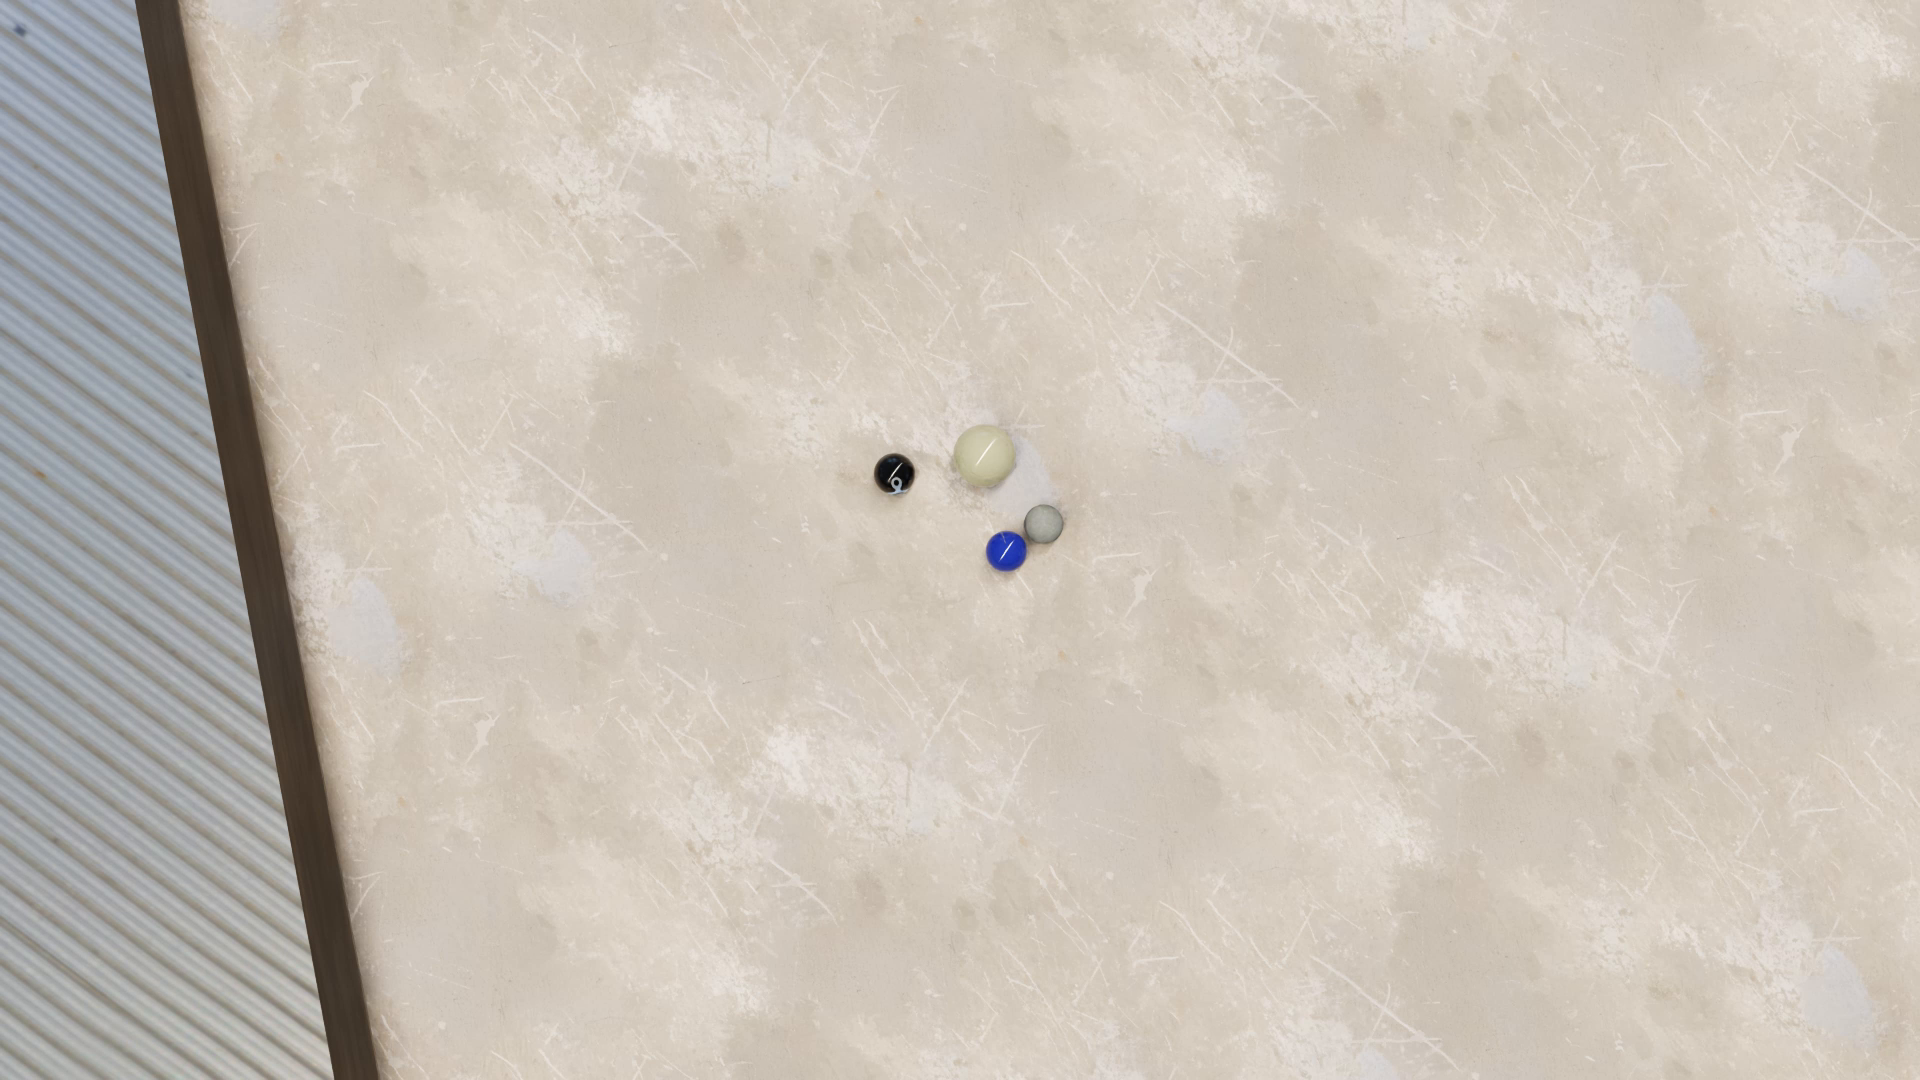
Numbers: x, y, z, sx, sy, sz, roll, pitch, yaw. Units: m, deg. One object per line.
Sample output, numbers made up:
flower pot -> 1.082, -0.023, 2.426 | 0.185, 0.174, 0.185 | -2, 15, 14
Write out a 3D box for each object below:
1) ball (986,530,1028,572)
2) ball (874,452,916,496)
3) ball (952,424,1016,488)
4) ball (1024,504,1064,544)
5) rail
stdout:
ball -> 0.069, 0.017, 3.257 | 0.063, 0.063, 0.063 | 0, 83, 0
ball -> -0.097, -0.098, 3.270 | 0.063, 0.063, 0.063 | 0, 83, 0
ball -> 0.036, -0.125, 3.257 | 0.094, 0.094, 0.094 | 0, 83, 0
ball -> 0.124, -0.024, 3.263 | 0.059, 0.059, 0.059 | 0, 83, 0
rail -> -0.976, 0.211, 3.203 | 0.045, 0.122, 2.377 | -12, 84, -1
